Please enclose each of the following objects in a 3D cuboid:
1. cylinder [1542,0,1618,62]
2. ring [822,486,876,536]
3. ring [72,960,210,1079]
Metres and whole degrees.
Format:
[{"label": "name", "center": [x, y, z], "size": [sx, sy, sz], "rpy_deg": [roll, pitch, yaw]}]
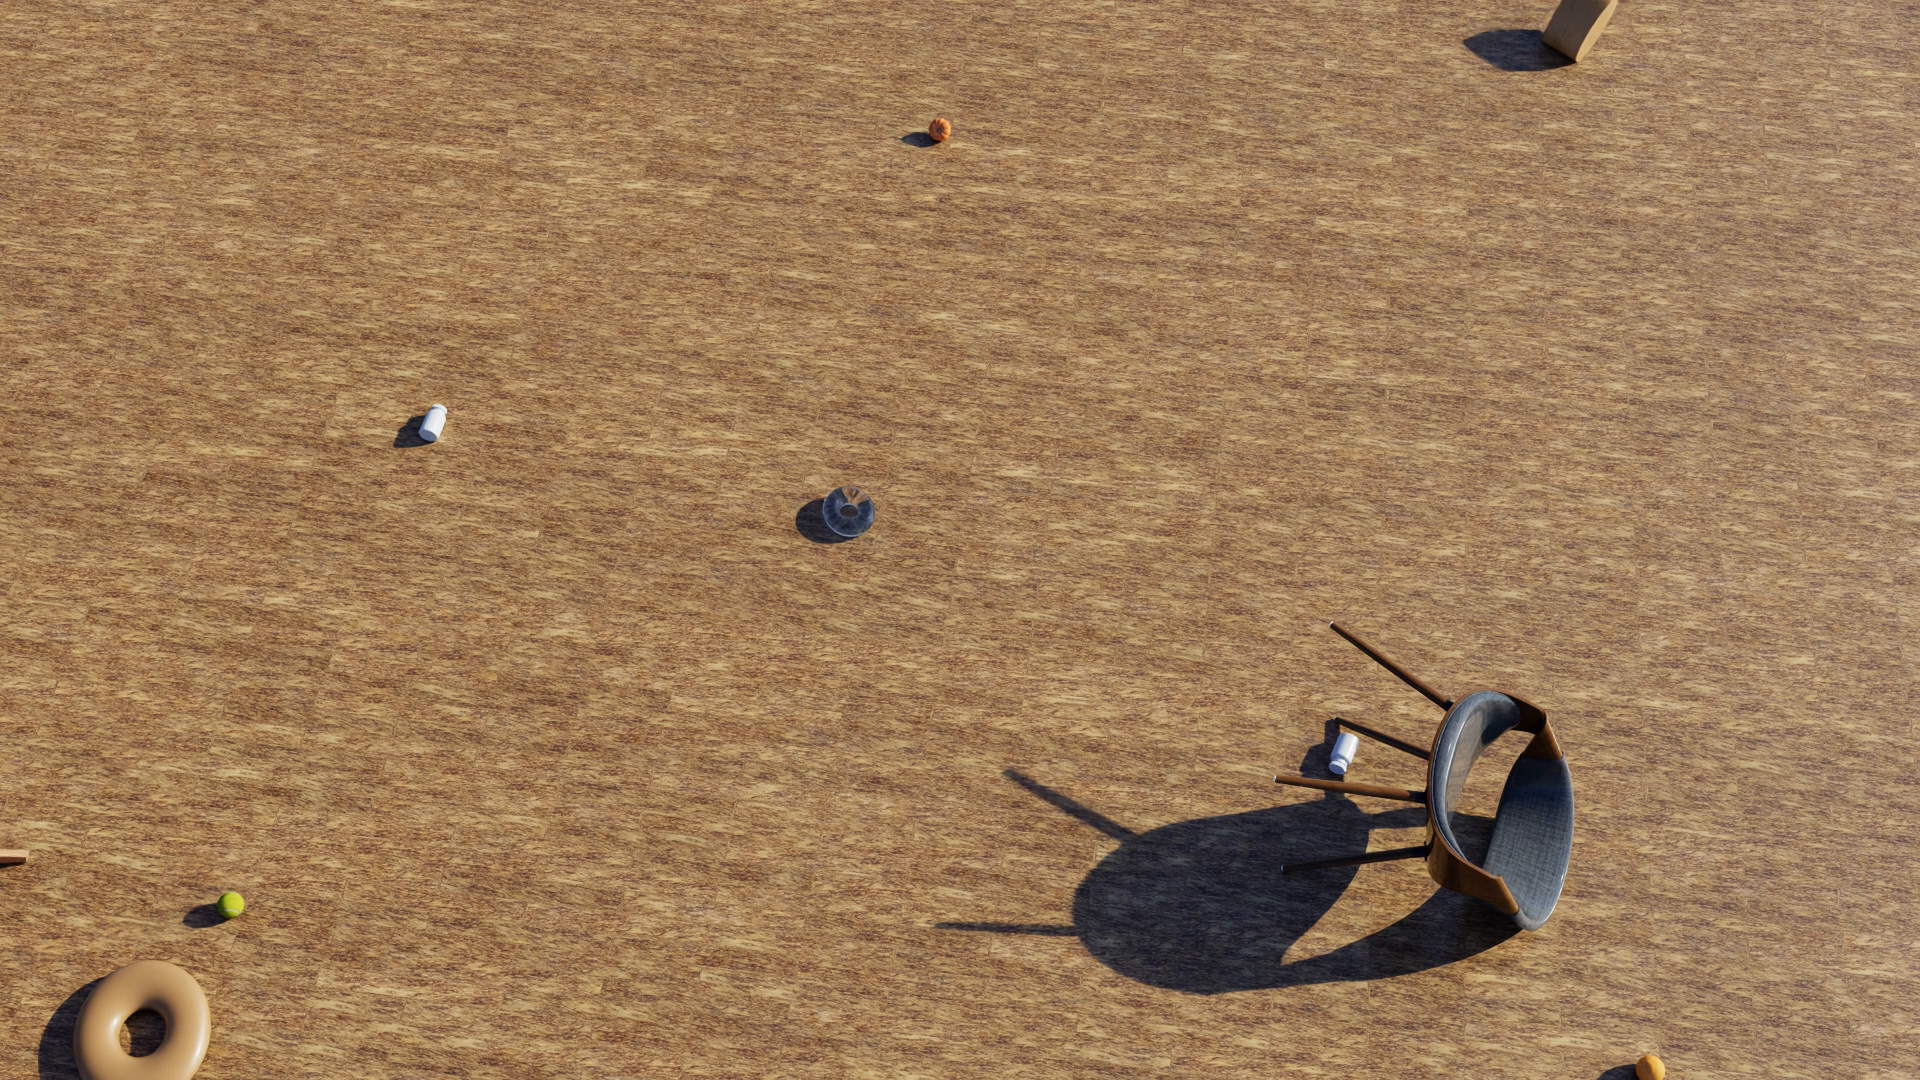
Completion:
[{"label": "cylinder", "center": [2.162, -1.815, 7.669], "size": [0.144, 0.252, 0.128], "rpy_deg": [39, 22, 23]}, {"label": "ring", "center": [-0.333, -0.086, 6.598], "size": [0.156, 0.057, 0.176], "rpy_deg": [-19, 59, -14]}, {"label": "ring", "center": [-2.111, 1.273, 5.676], "size": [0.349, 0.075, 0.407], "rpy_deg": [-14, 57, -10]}]
